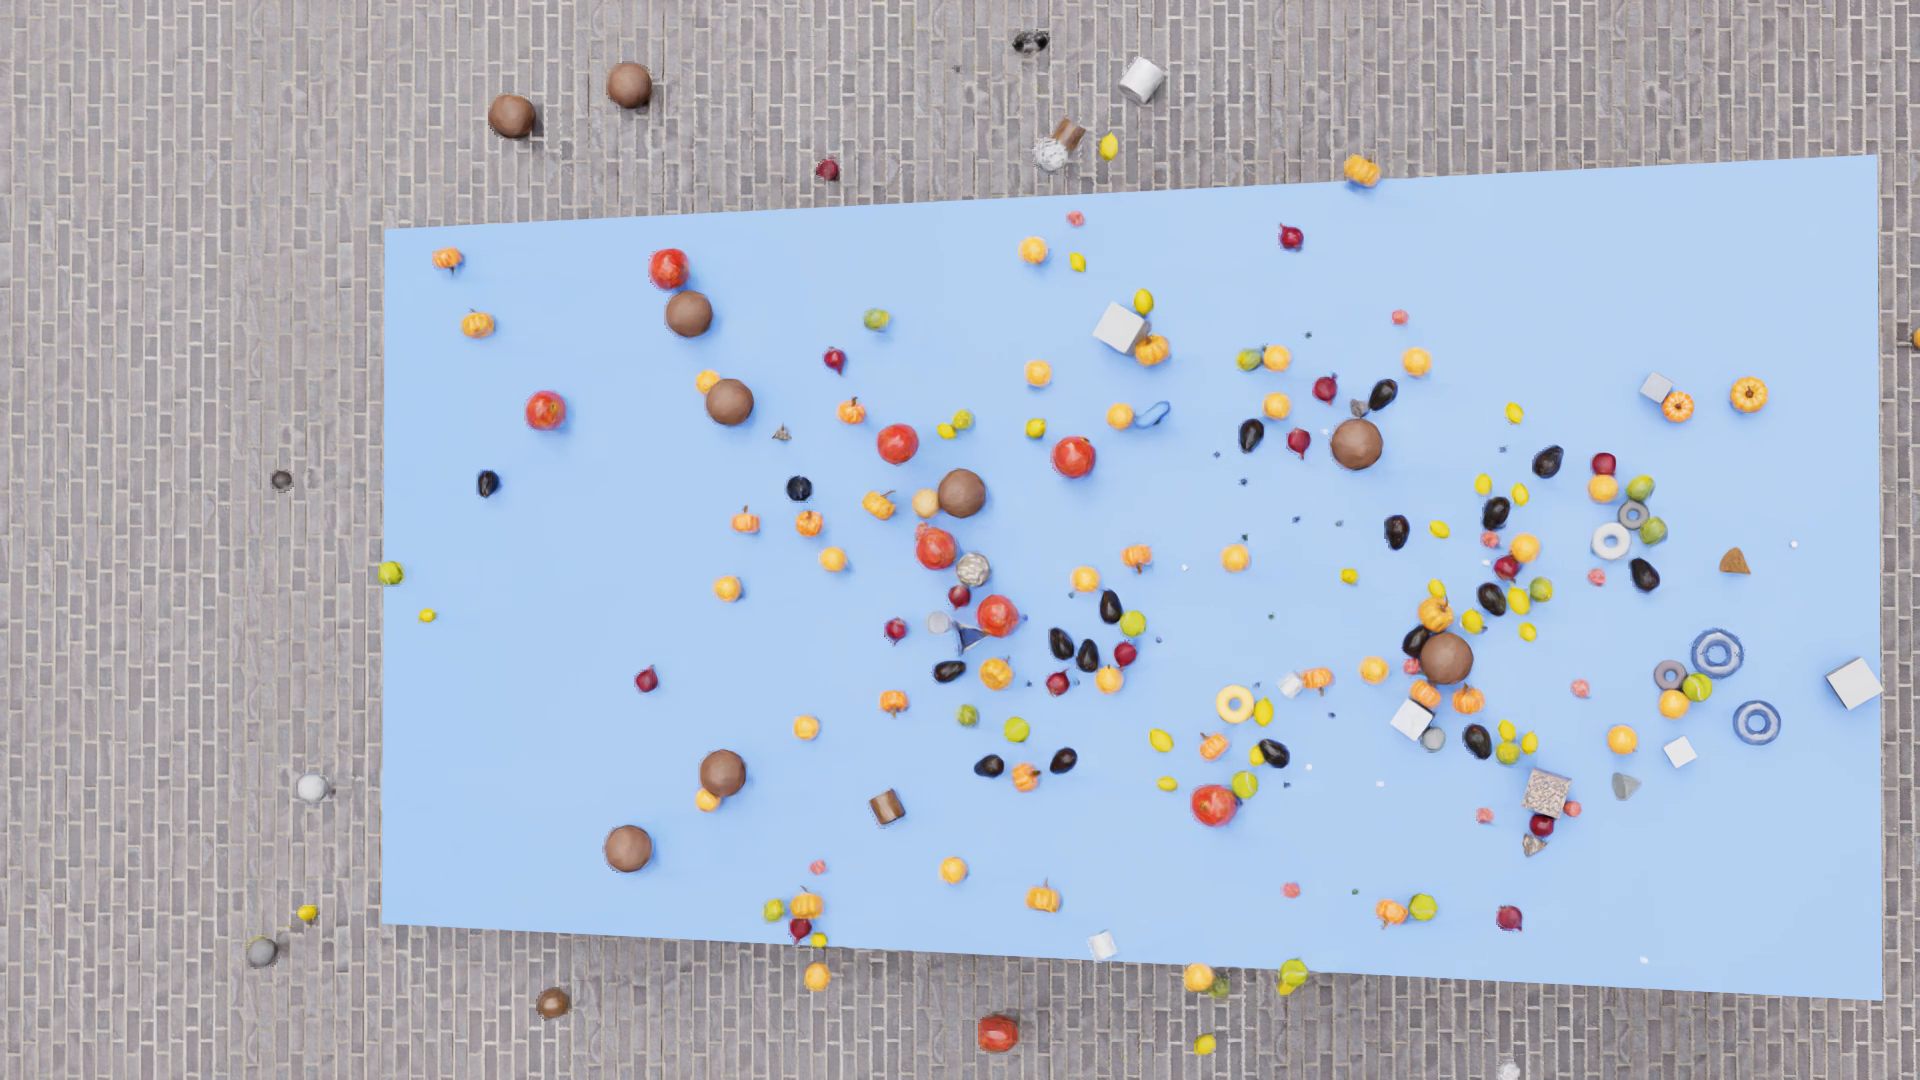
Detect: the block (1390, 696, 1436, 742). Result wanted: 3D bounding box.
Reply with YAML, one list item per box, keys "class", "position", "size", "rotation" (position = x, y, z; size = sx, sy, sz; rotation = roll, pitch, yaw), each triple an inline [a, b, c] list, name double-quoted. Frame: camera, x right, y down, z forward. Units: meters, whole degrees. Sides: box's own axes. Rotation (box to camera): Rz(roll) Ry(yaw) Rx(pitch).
- class: "block"
  position: [1.126, 0.444, 5.465]
  size: [0.077, 0.077, 0.077]
  rotation: [36, 99, 14]

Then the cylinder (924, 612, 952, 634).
- class: "cylinder"
  position: [-0.056, 0.219, 5.827]
  size: [0.060, 0.060, 0.060]
  rotation: [0, 89, 17]

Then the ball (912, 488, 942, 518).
- class: "ball"
  position: [-0.088, -0.097, 5.830]
  size: [0.081, 0.081, 0.081]
  rotation: [0, 89, 0]

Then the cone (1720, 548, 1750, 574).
- class: "cone"
  position: [1.872, 0.065, 5.273]
  size: [0.069, 0.069, 0.069]
  rotation: [32, 89, -12]

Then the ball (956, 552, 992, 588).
- class: "ball"
  position: [0.036, 0.079, 5.785]
  size: [0.092, 0.092, 0.092]
  rotation: [0, 89, 0]

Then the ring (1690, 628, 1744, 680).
- class: "ring"
  position: [1.818, 0.274, 5.281]
  size: [0.123, 0.041, 0.123]
  rotation: [0, 91, 17]

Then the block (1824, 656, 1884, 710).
- class: "block"
  position: [2.101, 0.336, 5.170]
  size: [0.090, 0.090, 0.090]
  rotation: [-33, 80, 13]

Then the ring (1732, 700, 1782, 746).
- class: "ring"
  position: [1.904, 0.437, 5.255]
  size: [0.111, 0.037, 0.111]
  rotation: [0, 90, 18]

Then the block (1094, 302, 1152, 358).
- class: "block"
  position: [0.420, -0.544, 5.676]
  size: [0.100, 0.100, 0.100]
  rotation: [33, 98, 14]

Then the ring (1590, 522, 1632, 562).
- class: "ring"
  position: [1.586, 0.005, 5.359]
  size: [0.094, 0.031, 0.094]
  rotation: [0, 90, 16]

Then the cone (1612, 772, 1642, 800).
- class: "cone"
  position: [1.630, 0.590, 5.337]
  size: [0.067, 0.067, 0.067]
  rotation: [-12, 89, -11]

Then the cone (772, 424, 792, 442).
- class: "cone"
  position: [-0.475, -0.282, 5.974]
  size: [0.051, 0.051, 0.051]
  rotation: [37, 89, -9]

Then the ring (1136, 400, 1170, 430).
- class: "ring"
  position: [0.495, -0.321, 5.650]
  size: [0.102, 0.102, 0.034]
  rotation: [-38, 91, -1]

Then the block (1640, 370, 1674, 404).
- class: "block"
  position: [1.686, -0.368, 5.320]
  size: [0.058, 0.058, 0.058]
  rotation: [34, 98, 14]

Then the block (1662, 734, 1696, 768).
- class: "block"
  position: [1.733, 0.509, 5.294]
  size: [0.057, 0.057, 0.057]
  rotation: [-32, 81, 14]

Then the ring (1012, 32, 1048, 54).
- class: "ring"
  position: [0.204, -1.450, 6.411]
  size: [0.105, 0.105, 0.035]
  rotation: [-9, 127, 0]

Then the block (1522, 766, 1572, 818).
- class: "block"
  position: [1.430, 0.615, 5.363]
  size: [0.094, 0.094, 0.094]
  rotation: [18, 94, 16]

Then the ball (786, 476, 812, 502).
- class: "ball"
  position: [-0.434, -0.139, 5.939]
  size: [0.070, 0.070, 0.070]
  rotation: [0, 89, 0]

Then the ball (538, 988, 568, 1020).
- class: "ball"
  position: [-1.178, 1.344, 6.370]
  size: [0.086, 0.086, 0.086]
  rotation: [0, 89, 0]

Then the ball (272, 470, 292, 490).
- class: "ball"
  position: [-1.975, -0.175, 6.406]
  size: [0.058, 0.058, 0.058]
  rotation: [0, 89, 0]

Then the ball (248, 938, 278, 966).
- class: "ball"
  position: [-2.015, 1.190, 6.353]
  size: [0.083, 0.083, 0.083]
  rotation: [0, 89, 0]

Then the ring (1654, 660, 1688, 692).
- class: "ring"
  position: [1.718, 0.329, 5.317]
  size: [0.078, 0.026, 0.078]
  rotation: [0, 91, 17]

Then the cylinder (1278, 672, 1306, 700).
- class: "cylinder"
  position: [0.839, 0.368, 5.564]
  size: [0.051, 0.051, 0.051]
  rotation: [-43, 89, 12]

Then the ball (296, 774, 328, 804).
- class: "ball"
  position: [-1.875, 0.718, 6.364]
  size: [0.085, 0.085, 0.085]
  rotation: [0, 89, 0]

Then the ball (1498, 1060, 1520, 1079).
- class: "ball"
  position: [1.592, 1.543, 6.379]
  size: [0.063, 0.063, 0.063]
  rotation: [0, 89, 0]

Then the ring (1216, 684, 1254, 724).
- class: "ring"
  position: [0.702, 0.419, 5.613]
  size: [0.101, 0.034, 0.101]
  rotation: [0, 90, 16]

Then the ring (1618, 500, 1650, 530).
- class: "ring"
  position: [1.638, -0.060, 5.347]
  size: [0.075, 0.025, 0.075]
  rotation: [-1, 88, 17]

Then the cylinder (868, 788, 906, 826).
- class: "cylinder"
  position: [-0.193, 0.712, 5.852]
  size: [0.076, 0.076, 0.076]
  rotation: [-27, 82, 0]

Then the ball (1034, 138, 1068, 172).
- class: "ball"
  position: [0.241, -1.019, 5.827]
  size: [0.088, 0.088, 0.088]
  rotation: [0, 89, 0]

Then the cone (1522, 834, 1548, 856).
- class: "cone"
  position: [1.420, 0.747, 5.399]
  size: [0.058, 0.058, 0.058]
  rotation: [-3, 89, -10]

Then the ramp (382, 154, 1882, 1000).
- class: "ramp"
  position: [0.271, 0.095, 5.815]
  size: [4.000, 0.100, 2.000]
  rotation: [0, 89, 17]

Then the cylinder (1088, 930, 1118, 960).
- class: "cylinder"
  position: [0.371, 1.047, 5.688]
  size: [0.060, 0.060, 0.060]
  rotation: [-21, 83, 0]

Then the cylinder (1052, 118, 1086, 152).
- class: "cylinder"
  position: [0.309, -1.152, 6.250]
  size: [0.073, 0.073, 0.073]
  rotation: [31, 101, 0]

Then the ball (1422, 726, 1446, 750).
- class: "ball"
  position: [1.176, 0.492, 5.457]
  size: [0.062, 0.062, 0.062]
  rotation: [0, 89, 0]
